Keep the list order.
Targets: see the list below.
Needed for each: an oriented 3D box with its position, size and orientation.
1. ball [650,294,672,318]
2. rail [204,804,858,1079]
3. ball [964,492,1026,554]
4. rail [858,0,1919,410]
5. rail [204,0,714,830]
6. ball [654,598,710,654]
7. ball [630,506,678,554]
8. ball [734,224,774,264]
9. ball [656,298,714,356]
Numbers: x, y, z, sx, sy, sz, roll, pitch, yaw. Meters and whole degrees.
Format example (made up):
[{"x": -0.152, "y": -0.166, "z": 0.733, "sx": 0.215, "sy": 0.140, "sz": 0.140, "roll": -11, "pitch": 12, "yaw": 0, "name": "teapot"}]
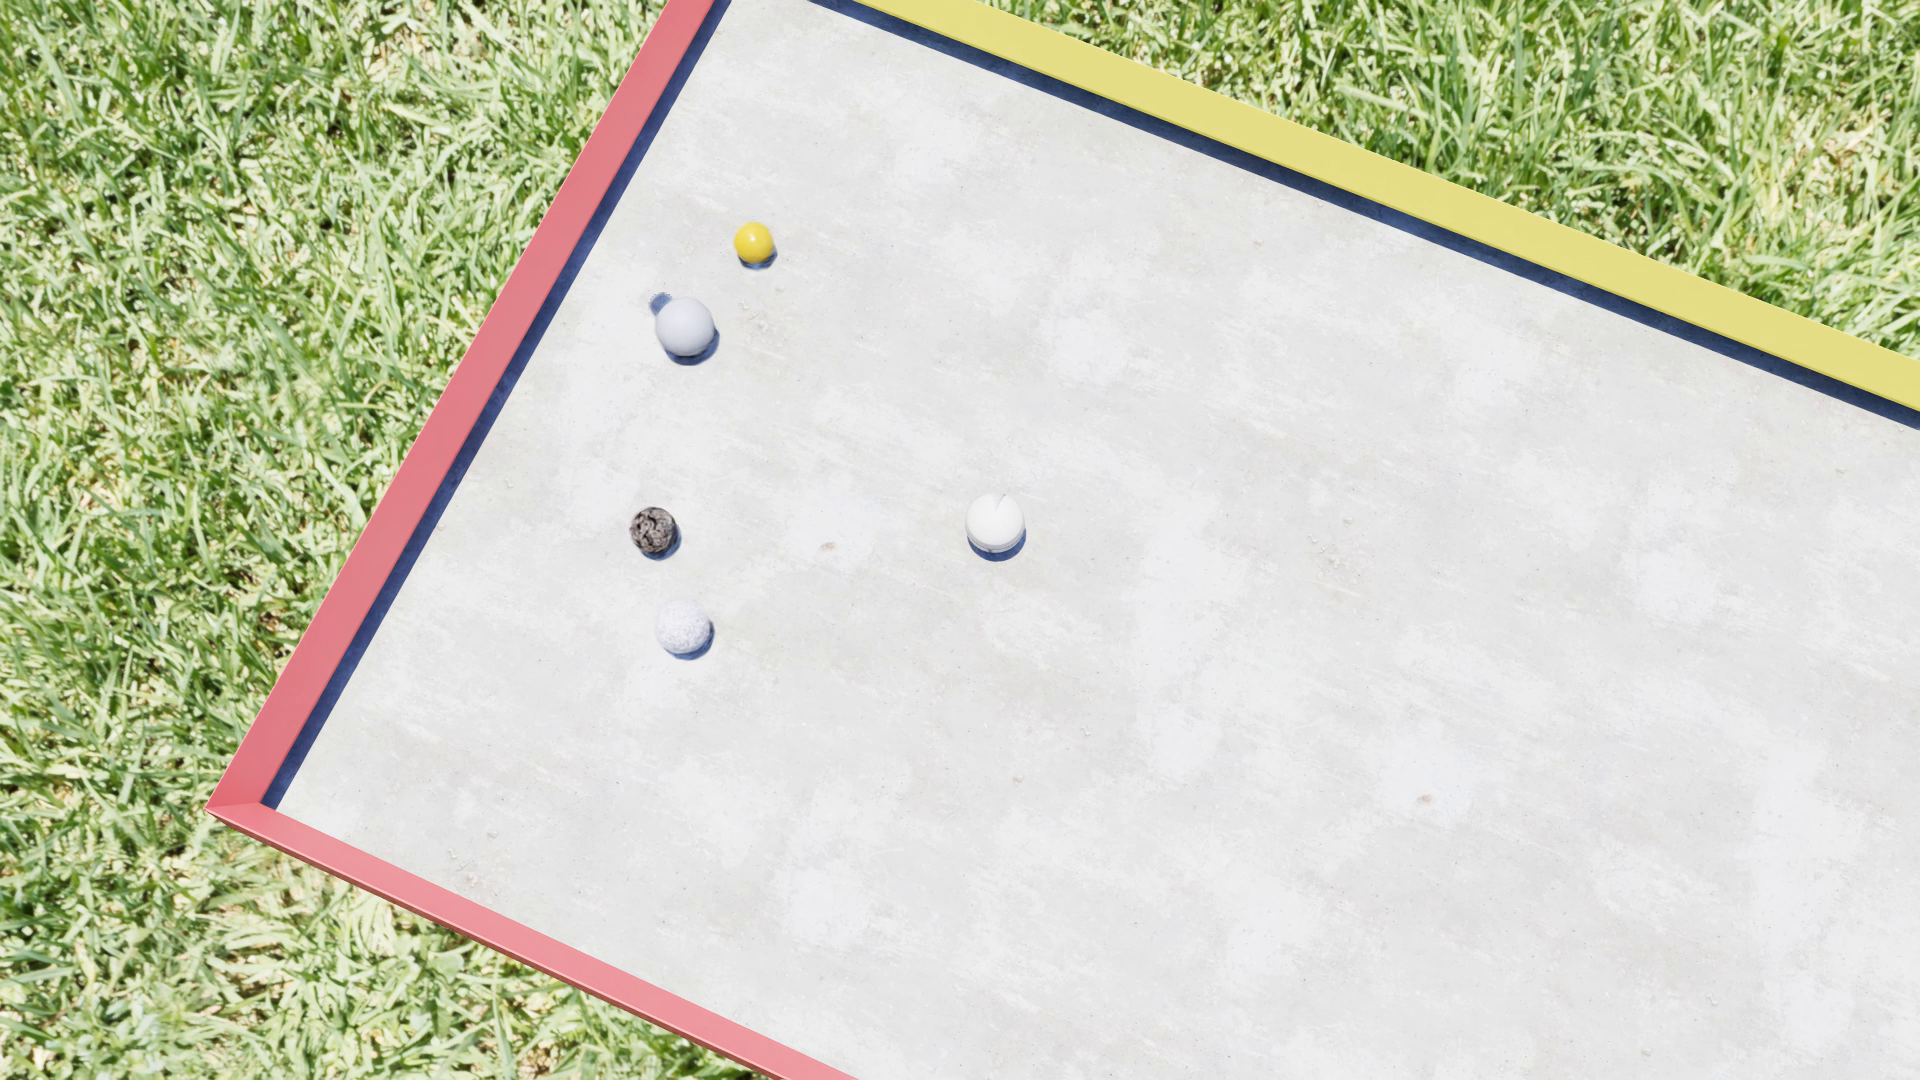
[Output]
[{"x": -0.486, "y": -0.381, "z": 3.595, "sx": 0.040, "sy": 0.040, "sz": 0.040, "roll": 0, "pitch": 70, "yaw": 0, "name": "ball"}, {"x": 0.412, "y": 1.025, "z": 3.039, "sx": 3.298, "sy": 0.123, "sz": 0.045, "roll": 23, "pitch": 72, "yaw": 8, "name": "rail"}, {"x": 0.055, "y": -0.027, "z": 3.437, "sx": 0.095, "sy": 0.095, "sz": 0.095, "roll": 0, "pitch": 70, "yaw": 0, "name": "ball"}, {"x": 1.094, "y": -0.409, "z": 3.560, "sx": 3.298, "sy": 0.123, "sz": 0.045, "roll": 23, "pitch": 72, "yaw": 8, "name": "rail"}, {"x": -0.731, "y": -0.315, "z": 3.526, "sx": 0.045, "sy": 0.123, "sz": 1.718, "roll": 23, "pitch": 72, "yaw": 8, "name": "rail"}, {"x": -0.427, "y": 0.132, "z": 3.384, "sx": 0.086, "sy": 0.086, "sz": 0.086, "roll": 0, "pitch": 70, "yaw": 0, "name": "ball"}, {"x": -0.479, "y": -0.015, "z": 3.444, "sx": 0.074, "sy": 0.074, "sz": 0.074, "roll": 0, "pitch": 70, "yaw": 0, "name": "ball"}, {"x": -0.339, "y": -0.488, "z": 3.620, "sx": 0.067, "sy": 0.067, "sz": 0.067, "roll": 0, "pitch": 70, "yaw": 0, "name": "ball"}, {"x": -0.444, "y": -0.344, "z": 3.553, "sx": 0.095, "sy": 0.095, "sz": 0.095, "roll": 0, "pitch": 70, "yaw": 0, "name": "ball"}]
